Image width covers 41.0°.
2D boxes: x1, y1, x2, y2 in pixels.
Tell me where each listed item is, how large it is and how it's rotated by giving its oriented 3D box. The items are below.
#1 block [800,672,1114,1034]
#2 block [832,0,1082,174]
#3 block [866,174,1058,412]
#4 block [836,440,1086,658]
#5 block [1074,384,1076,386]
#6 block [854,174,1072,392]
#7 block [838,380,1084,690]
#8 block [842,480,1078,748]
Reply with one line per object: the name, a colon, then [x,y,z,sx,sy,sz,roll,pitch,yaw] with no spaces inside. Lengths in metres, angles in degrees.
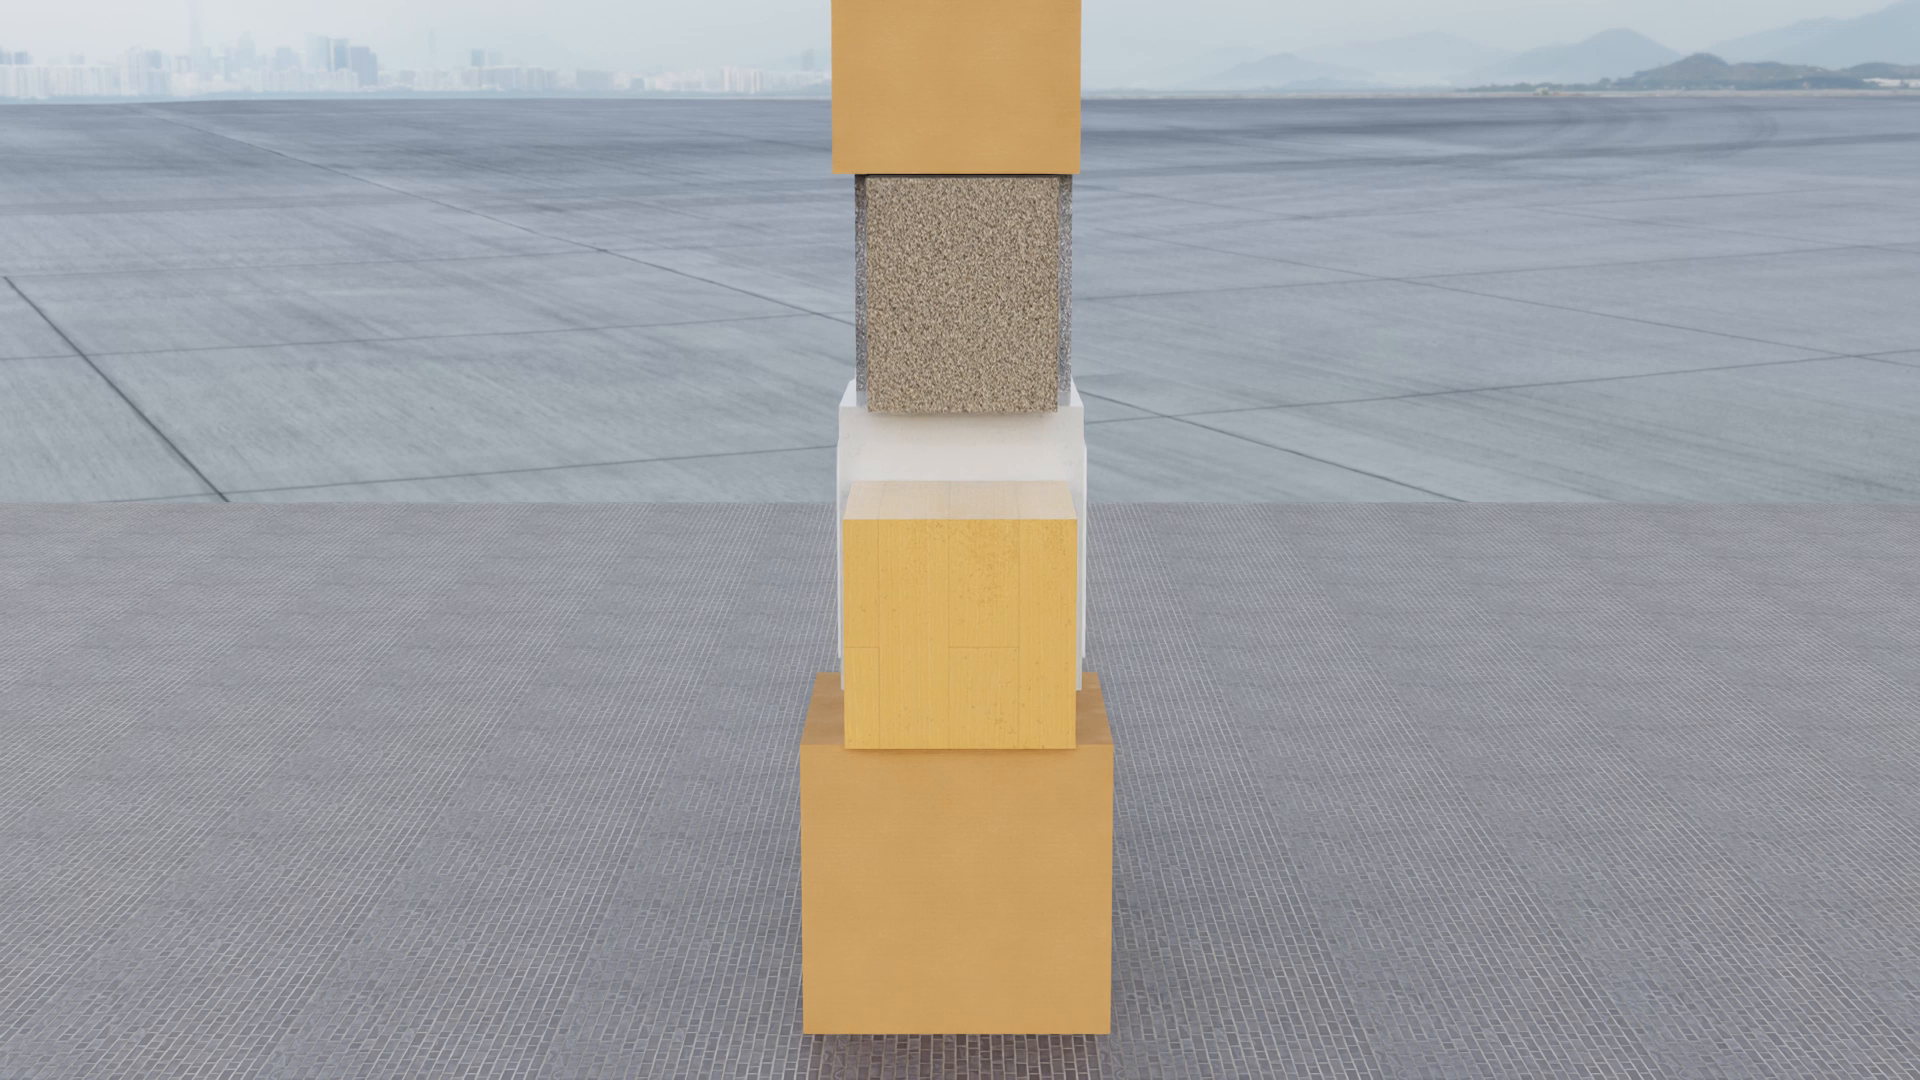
block: [-0.011,1.184,9.963,1.137,1.106,1.141,0,10,0]
block: [-0.015,-2.001,10.427,0.972,0.998,0.864,0,9,0]
block: [0.010,-0.980,10.038,0.720,0.881,0.750,0,9,0]
block: [0.007,-0.037,11.619,1.075,0.924,1.081,0,10,0]
block: [0.010,-0.251,12.723,1.076,1.055,1.052,0,4,0]
block: [0.014,-1.125,10.915,0.878,0.886,1.008,0,9,0]
block: [0.006,-0.048,10.538,0.949,1.120,1.033,0,9,0]
block: [0.000,0.261,9.603,0.831,0.839,0.875,0,10,0]
